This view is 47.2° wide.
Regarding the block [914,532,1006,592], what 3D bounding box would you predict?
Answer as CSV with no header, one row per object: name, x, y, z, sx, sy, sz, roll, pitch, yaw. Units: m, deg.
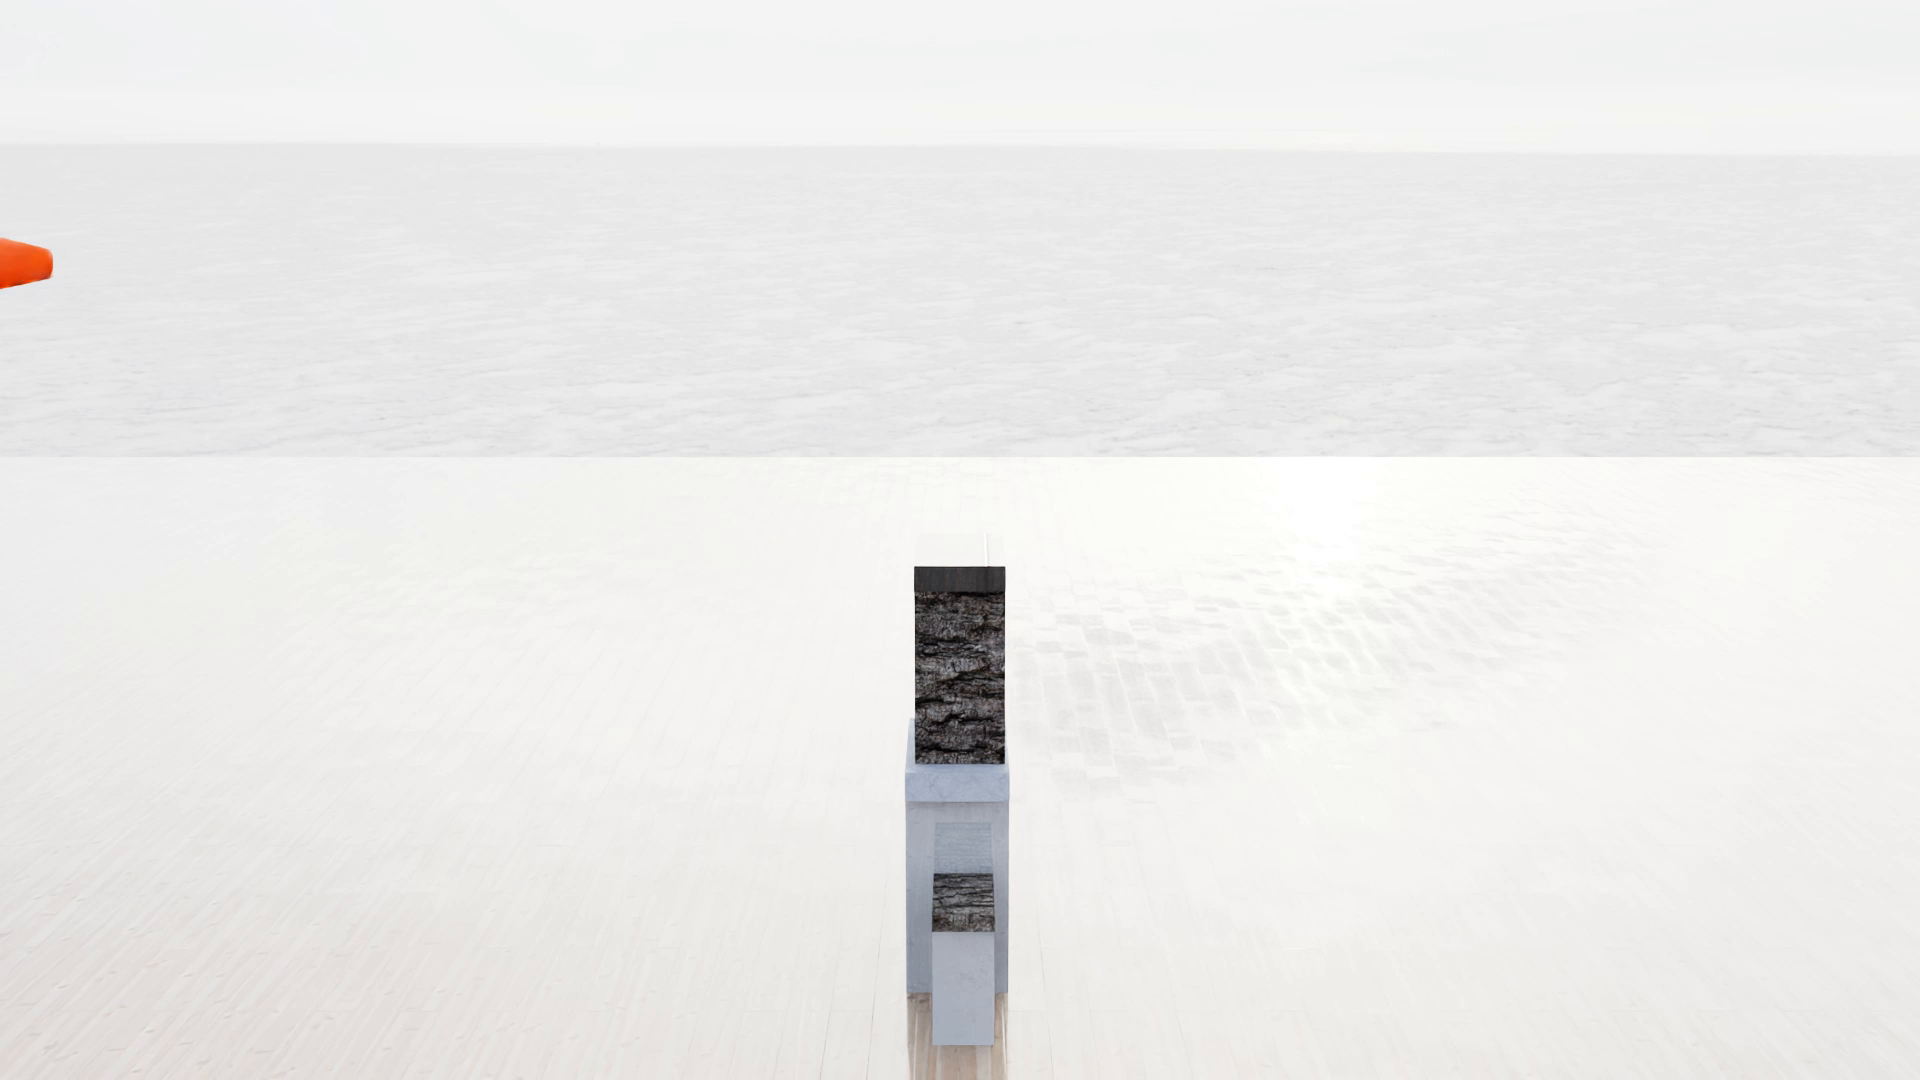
block,0.000,0.031,3.252,0.131,0.037,0.262,0,11,0

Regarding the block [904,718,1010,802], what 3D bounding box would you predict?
block,-0.004,0.328,3.308,0.151,0.043,0.302,0,11,0

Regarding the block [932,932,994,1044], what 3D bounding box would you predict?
block,0.005,0.616,3.057,0.086,0.172,0.024,0,11,0

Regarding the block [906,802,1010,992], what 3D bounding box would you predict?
block,-0.004,0.516,3.241,0.151,0.302,0.043,0,11,0

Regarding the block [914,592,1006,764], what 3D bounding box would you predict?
block,0.000,0.194,3.193,0.131,0.262,0.037,0,11,0

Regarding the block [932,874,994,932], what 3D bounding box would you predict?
block,0.005,0.509,3.096,0.086,0.024,0.172,0,11,0
